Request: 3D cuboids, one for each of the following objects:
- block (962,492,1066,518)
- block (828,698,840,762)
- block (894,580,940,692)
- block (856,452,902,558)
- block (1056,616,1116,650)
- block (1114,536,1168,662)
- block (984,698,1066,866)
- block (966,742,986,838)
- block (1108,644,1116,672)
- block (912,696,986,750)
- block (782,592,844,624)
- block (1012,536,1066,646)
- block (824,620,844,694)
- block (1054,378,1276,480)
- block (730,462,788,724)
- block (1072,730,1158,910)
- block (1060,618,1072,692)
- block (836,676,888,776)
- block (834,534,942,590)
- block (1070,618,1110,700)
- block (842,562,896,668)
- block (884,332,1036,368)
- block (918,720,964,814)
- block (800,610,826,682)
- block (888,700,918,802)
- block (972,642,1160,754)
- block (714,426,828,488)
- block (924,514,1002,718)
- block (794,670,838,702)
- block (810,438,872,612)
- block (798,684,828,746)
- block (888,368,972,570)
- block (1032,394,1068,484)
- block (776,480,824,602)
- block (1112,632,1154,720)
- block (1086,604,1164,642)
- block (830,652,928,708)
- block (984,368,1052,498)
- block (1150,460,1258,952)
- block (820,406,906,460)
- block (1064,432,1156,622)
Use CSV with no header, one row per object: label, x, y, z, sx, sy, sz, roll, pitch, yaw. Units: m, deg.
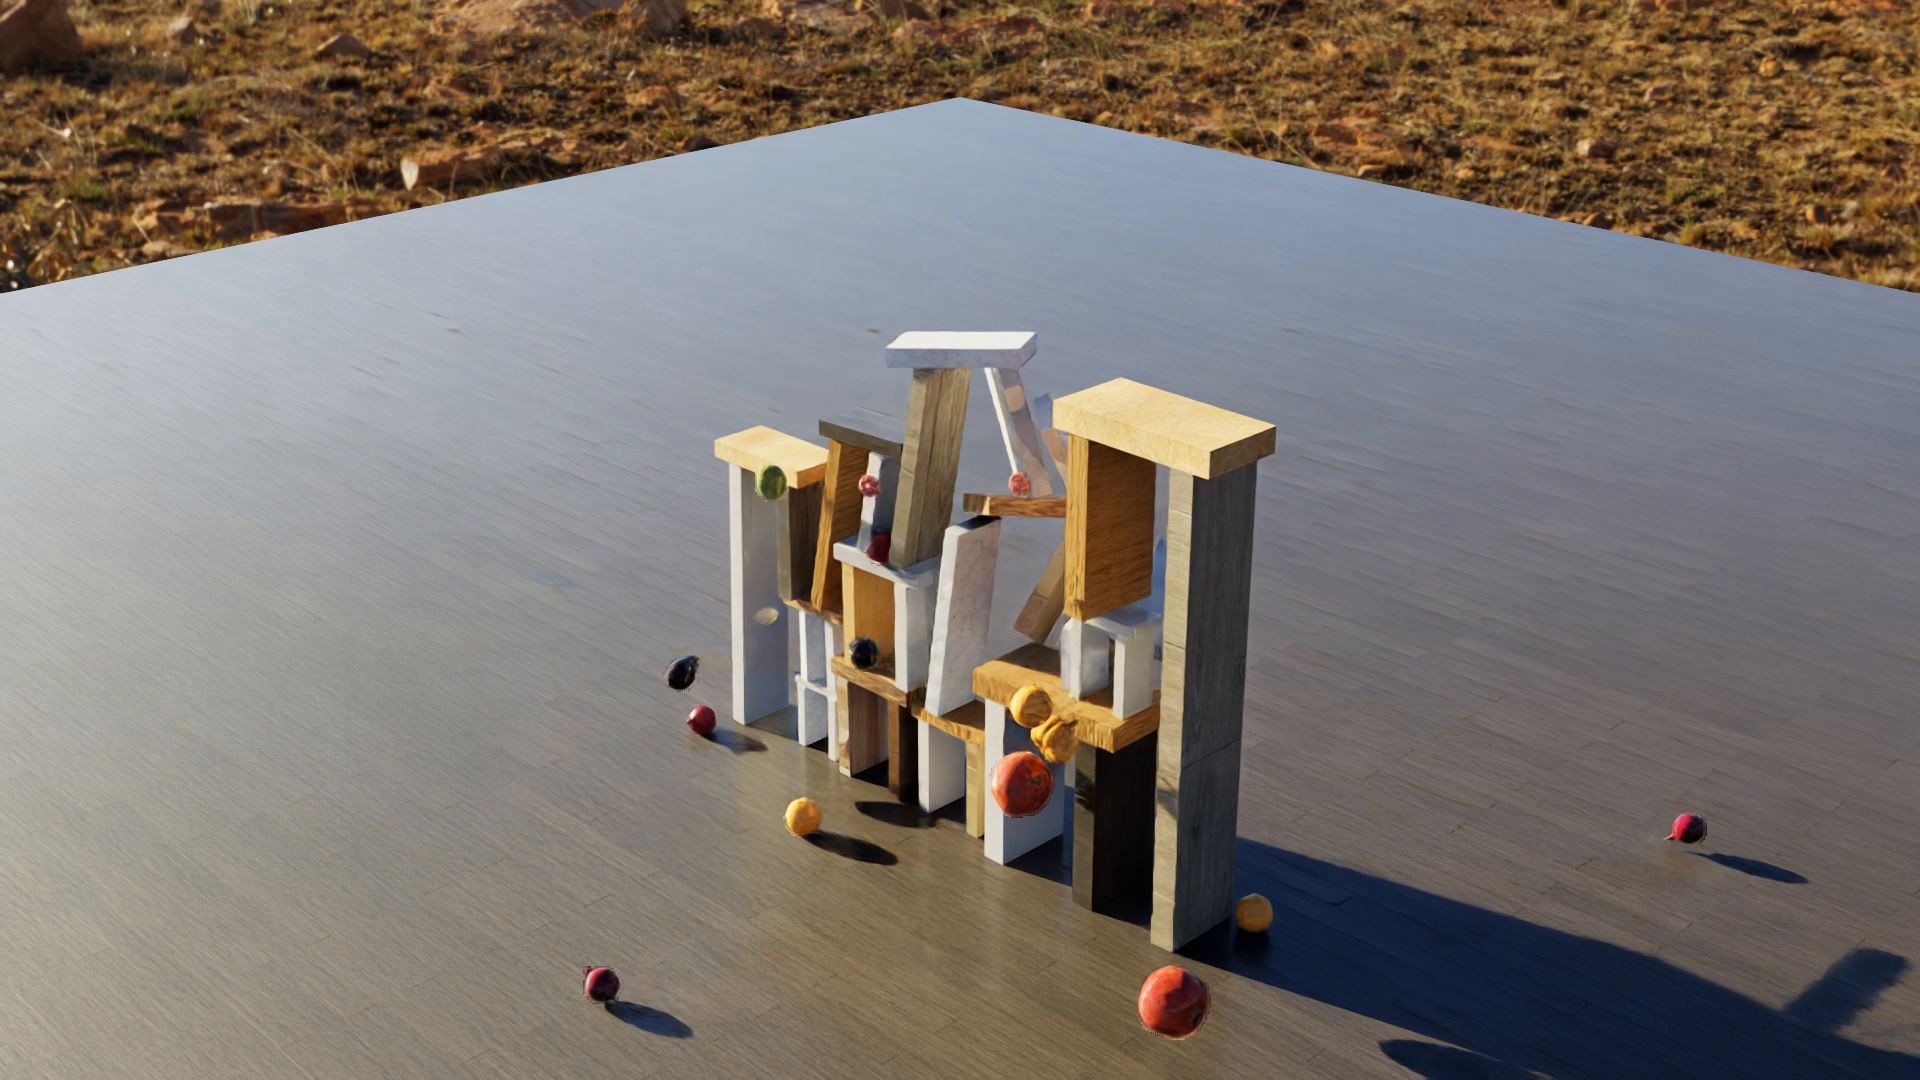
block,0.142,-0.066,4.219,0.245,0.035,0.122,2,4,-24
block,-0.245,0.390,4.658,0.020,0.143,0.072,22,31,40
block,-0.077,0.179,4.390,0.033,0.230,0.115,21,31,41
block,-0.139,-0.082,4.337,0.112,0.224,0.032,-21,42,-40
block,0.244,0.200,4.219,0.125,0.063,0.018,29,-8,-33
block,0.401,0.114,4.344,0.107,0.030,0.350,23,37,6
block,0.127,0.441,4.277,0.049,0.347,0.174,21,31,41
block,0.060,0.479,4.369,0.029,0.205,0.103,21,31,41
block,0.298,0.232,4.200,0.125,0.018,0.063,34,30,-32
block,0.011,0.352,4.368,0.205,0.029,0.103,21,31,41
block,-0.281,0.130,4.577,0.167,0.024,0.084,19,29,38
block,0.190,0.080,4.213,0.035,0.245,0.122,29,-3,19
block,-0.240,0.230,4.586,0.084,0.167,0.024,-21,30,-40
block,0.348,-0.195,3.767,0.175,0.050,0.350,-21,31,-40
block,-0.430,0.103,4.733,0.129,0.613,0.037,-21,33,-41
block,0.291,0.505,4.126,0.174,0.347,0.049,-21,31,-40
block,0.207,0.211,4.088,0.018,0.125,0.063,9,25,20
block,-0.202,0.371,4.598,0.032,0.224,0.112,20,30,41
block,-0.130,0.036,4.389,0.230,0.033,0.115,20,30,38
block,0.240,0.206,4.050,0.023,0.163,0.081,21,30,39
block,-0.185,0.136,4.489,0.033,0.230,0.115,20,30,41
block,0.003,-0.359,4.148,0.260,0.037,0.130,2,19,16
block,-0.037,0.441,4.458,0.029,0.205,0.103,21,31,41
block,-0.295,0.209,4.635,0.084,0.167,0.024,-14,27,-31
block,-0.095,0.413,4.500,0.032,0.224,0.112,21,31,41
block,0.210,0.290,4.124,0.347,0.049,0.174,20,30,39
block,-0.375,-0.174,4.552,0.258,0.037,0.129,21,31,40
block,0.006,0.147,4.291,0.035,0.407,0.122,29,35,35
block,-0.277,0.301,4.659,0.143,0.020,0.072,21,31,41
block,-0.233,-0.043,4.457,0.032,0.387,0.112,30,36,32
block,-0.313,0.364,4.719,0.020,0.143,0.072,22,31,40
block,-0.058,-0.150,4.249,0.037,0.418,0.130,28,33,33
block,0.195,-0.160,4.124,0.030,0.213,0.107,-21,38,10
block,-0.323,-0.016,4.559,0.037,0.258,0.129,17,29,34
block,0.315,0.237,3.979,0.023,0.163,0.081,21,31,41
block,0.279,0.135,3.979,0.163,0.023,0.081,21,31,40
block,-0.147,0.274,4.499,0.224,0.032,0.112,21,31,40
block,0.110,-0.213,4.199,0.037,0.260,0.130,-17,8,-9
block,0.429,0.290,3.884,0.050,0.933,0.175,21,31,40
block,-0.157,-0.211,4.313,0.224,0.032,0.112,18,29,39
block,0.269,-0.044,3.925,0.175,0.350,0.050,-19,30,-38
